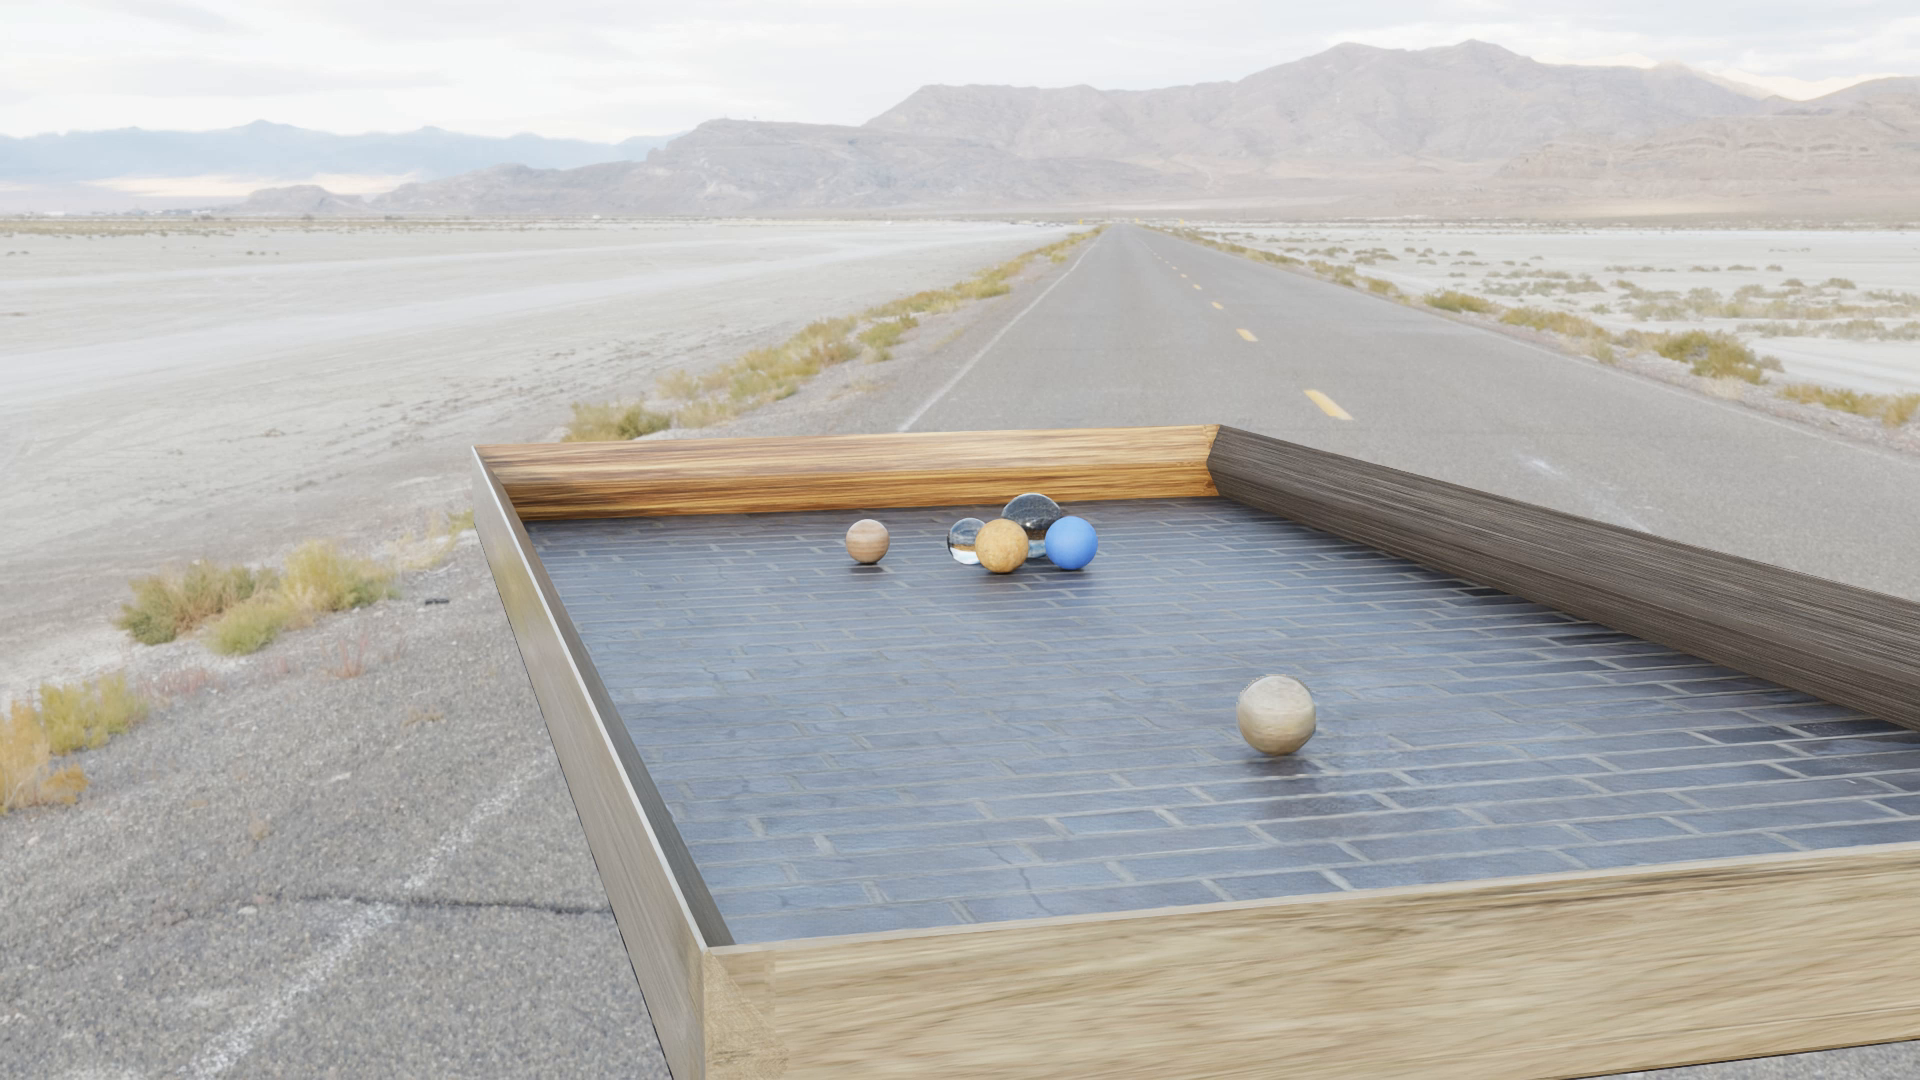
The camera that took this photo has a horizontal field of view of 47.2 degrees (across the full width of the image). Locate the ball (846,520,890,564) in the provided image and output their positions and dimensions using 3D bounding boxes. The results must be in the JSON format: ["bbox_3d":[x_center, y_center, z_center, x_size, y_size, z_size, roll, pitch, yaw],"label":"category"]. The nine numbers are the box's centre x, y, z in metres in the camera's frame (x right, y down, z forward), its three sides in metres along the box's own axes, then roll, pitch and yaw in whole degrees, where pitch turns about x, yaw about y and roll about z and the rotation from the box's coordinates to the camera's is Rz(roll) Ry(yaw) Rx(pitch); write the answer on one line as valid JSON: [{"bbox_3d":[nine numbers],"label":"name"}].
[{"bbox_3d":[-0.136,0.002,3.240,0.066,0.066,0.066,0,9,0],"label":"ball"}]

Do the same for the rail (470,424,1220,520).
[{"bbox_3d":[-0.162,-0.117,3.807,1.332,0.128,0.045,-2,9,-15],"label":"rail"}]

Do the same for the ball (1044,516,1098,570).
[{"bbox_3d":[0.161,0.004,3.187,0.078,0.078,0.078,0,9,0],"label":"ball"}]

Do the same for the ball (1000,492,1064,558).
[{"bbox_3d":[0.107,-0.021,3.286,0.098,0.098,0.098,0,9,0],"label":"ball"}]

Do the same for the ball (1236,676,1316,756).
[{"bbox_3d":[0.304,0.169,2.113,0.076,0.076,0.076,0,9,0],"label":"ball"}]

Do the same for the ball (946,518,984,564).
[{"bbox_3d":[0.015,0.002,3.234,0.069,0.069,0.069,0,9,0],"label":"ball"}]

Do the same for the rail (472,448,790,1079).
[{"bbox_3d":[-0.452,0.094,2.427,0.045,0.128,2.591,-2,9,-15],"label":"rail"}]

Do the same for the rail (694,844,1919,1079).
[{"bbox_3d":[0.500,0.253,1.379,1.332,0.128,0.045,-2,9,-15],"label":"rail"}]

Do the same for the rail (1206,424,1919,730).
[{"bbox_3d":[0.789,0.043,2.758,0.045,0.128,2.591,-2,9,-15],"label":"rail"}]

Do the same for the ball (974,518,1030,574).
[{"bbox_3d":[0.060,0.009,3.156,0.079,0.079,0.079,0,9,0],"label":"ball"}]
